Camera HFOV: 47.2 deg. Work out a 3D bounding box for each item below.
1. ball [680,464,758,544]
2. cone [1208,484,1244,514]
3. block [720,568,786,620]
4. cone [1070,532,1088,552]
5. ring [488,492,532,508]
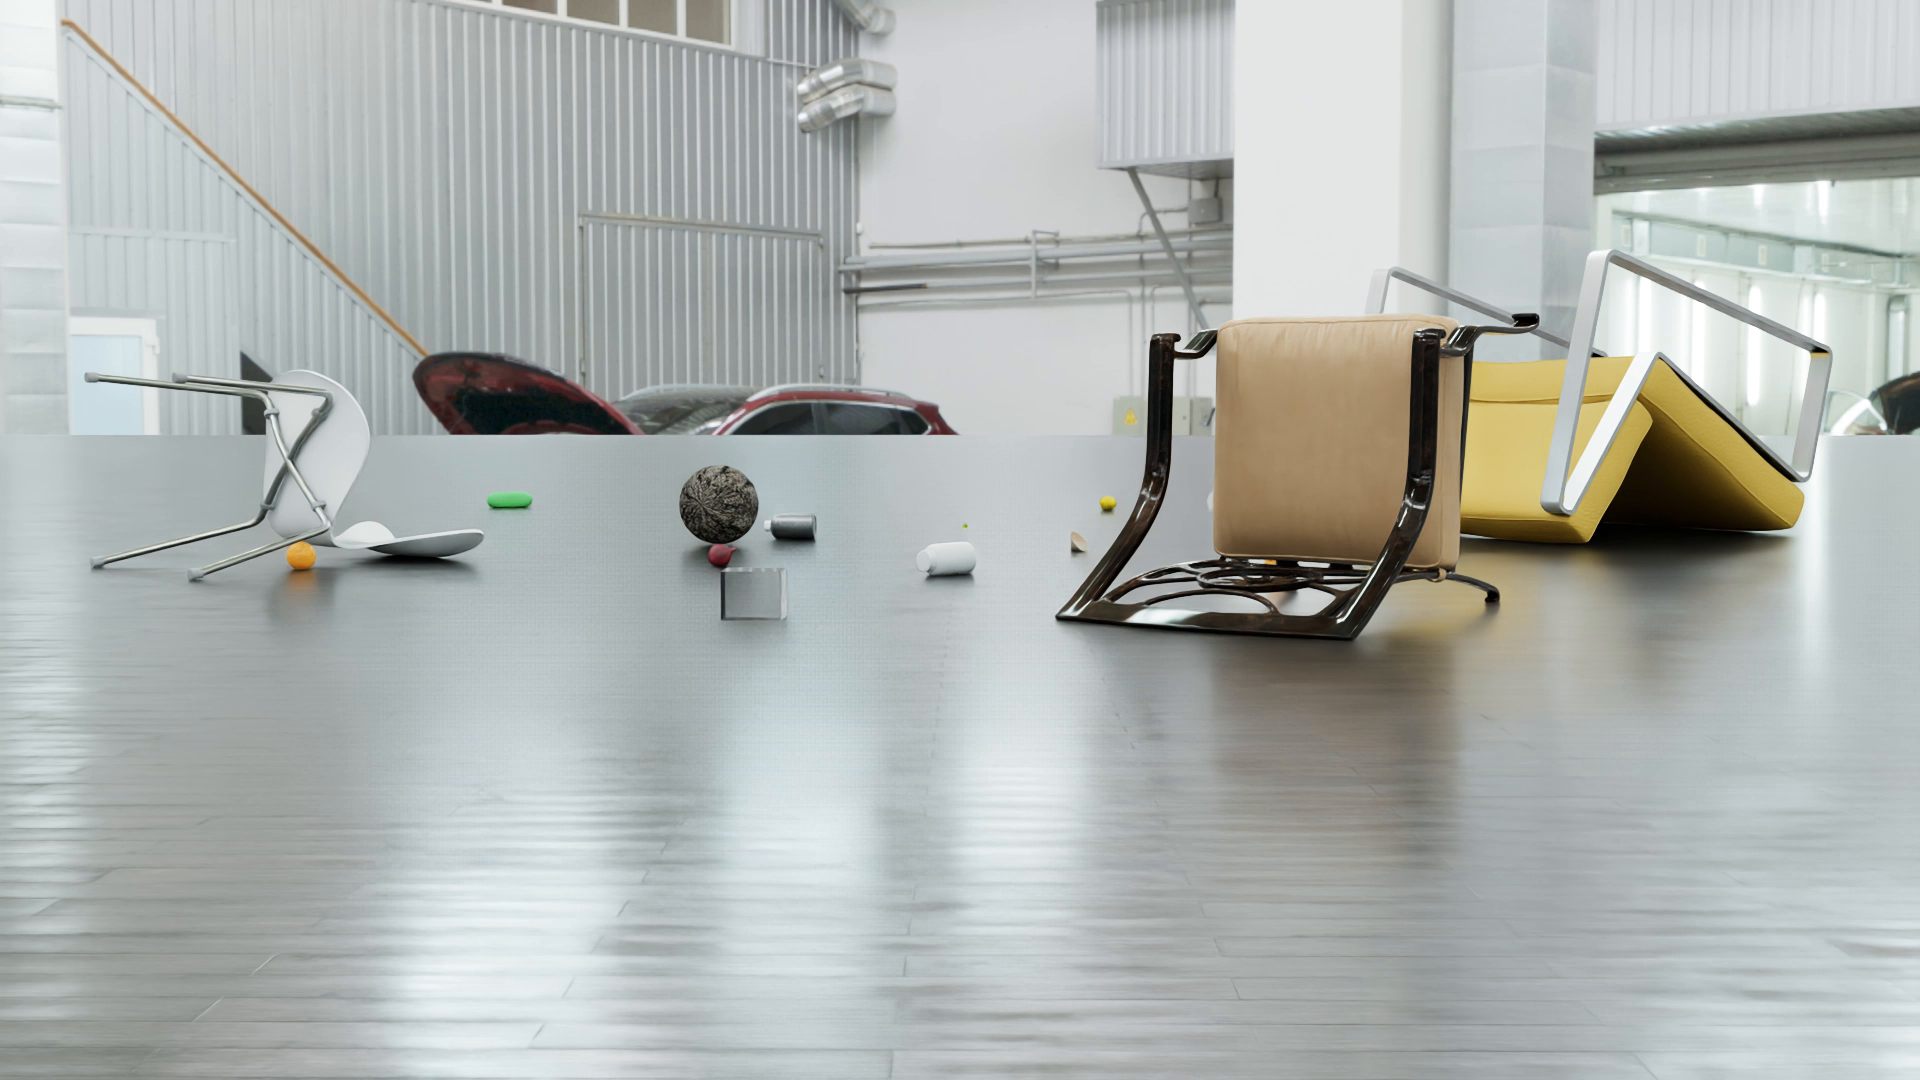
[{"bbox_3d":[-0.697,-0.102,6.359,0.230,0.230,0.230,0,4,0],"label":"ball"},{"bbox_3d":[0.987,-0.125,7.969,0.124,0.119,0.141,28,-8,-33],"label":"cone"},{"bbox_3d":[-0.404,0.105,4.313,0.117,0.095,0.102,0,4,2],"label":"block"},{"bbox_3d":[0.319,0.017,6.099,0.056,0.071,0.041,-3,-36,-47],"label":"cone"},{"bbox_3d":[-1.713,-0.153,8.364,0.180,0.057,0.062,-2,2,-32],"label":"ring"}]
